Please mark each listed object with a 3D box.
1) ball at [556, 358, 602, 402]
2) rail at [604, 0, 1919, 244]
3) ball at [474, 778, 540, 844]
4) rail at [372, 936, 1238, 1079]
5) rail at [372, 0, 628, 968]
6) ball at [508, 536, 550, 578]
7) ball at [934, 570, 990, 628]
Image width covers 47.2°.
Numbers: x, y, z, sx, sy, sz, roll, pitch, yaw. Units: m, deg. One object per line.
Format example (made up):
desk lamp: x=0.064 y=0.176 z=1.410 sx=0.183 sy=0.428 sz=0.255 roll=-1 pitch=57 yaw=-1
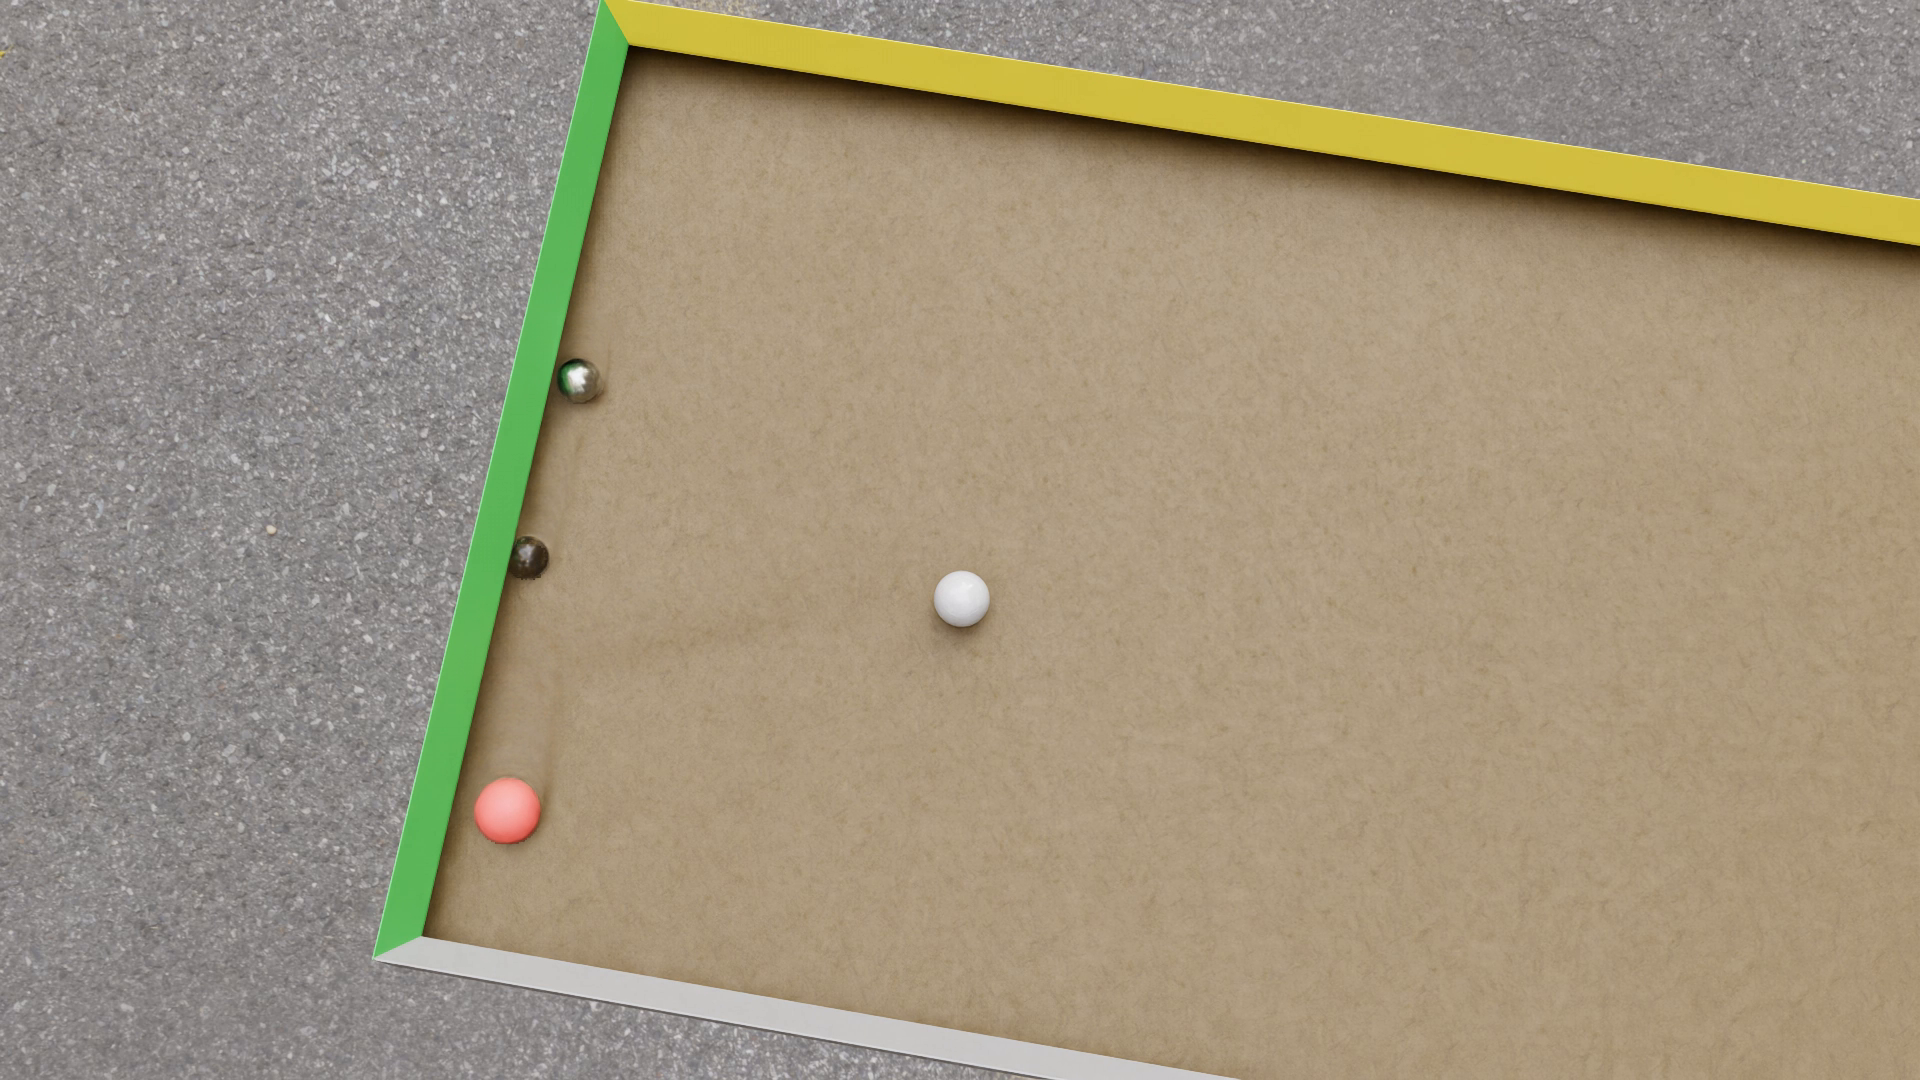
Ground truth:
ball: x=-0.592 y=-0.249 z=3.421 sx=0.069 sy=0.069 sz=0.069 roll=0 pitch=75 yaw=0
rail: x=0.825 y=-0.597 z=3.486 sx=2.841 sy=0.124 sz=0.045 roll=9 pitch=75 yaw=3
ball: x=-0.664 y=0.397 z=3.231 sx=0.095 sy=0.095 sz=0.095 roll=0 pitch=75 yaw=0
rail: x=0.575 y=0.815 z=3.101 sx=2.841 sy=0.124 sz=0.045 roll=9 pitch=75 yaw=3
rail: x=-0.677 y=-0.118 z=3.355 sx=0.045 sy=0.124 sz=1.533 roll=9 pitch=75 yaw=3
ball: x=-0.658 y=0.026 z=3.348 sx=0.064 sy=0.064 sz=0.064 roll=0 pitch=75 yaw=0
ball: x=0.003 y=0.089 z=3.320 sx=0.085 sy=0.085 sz=0.085 roll=0 pitch=75 yaw=0
